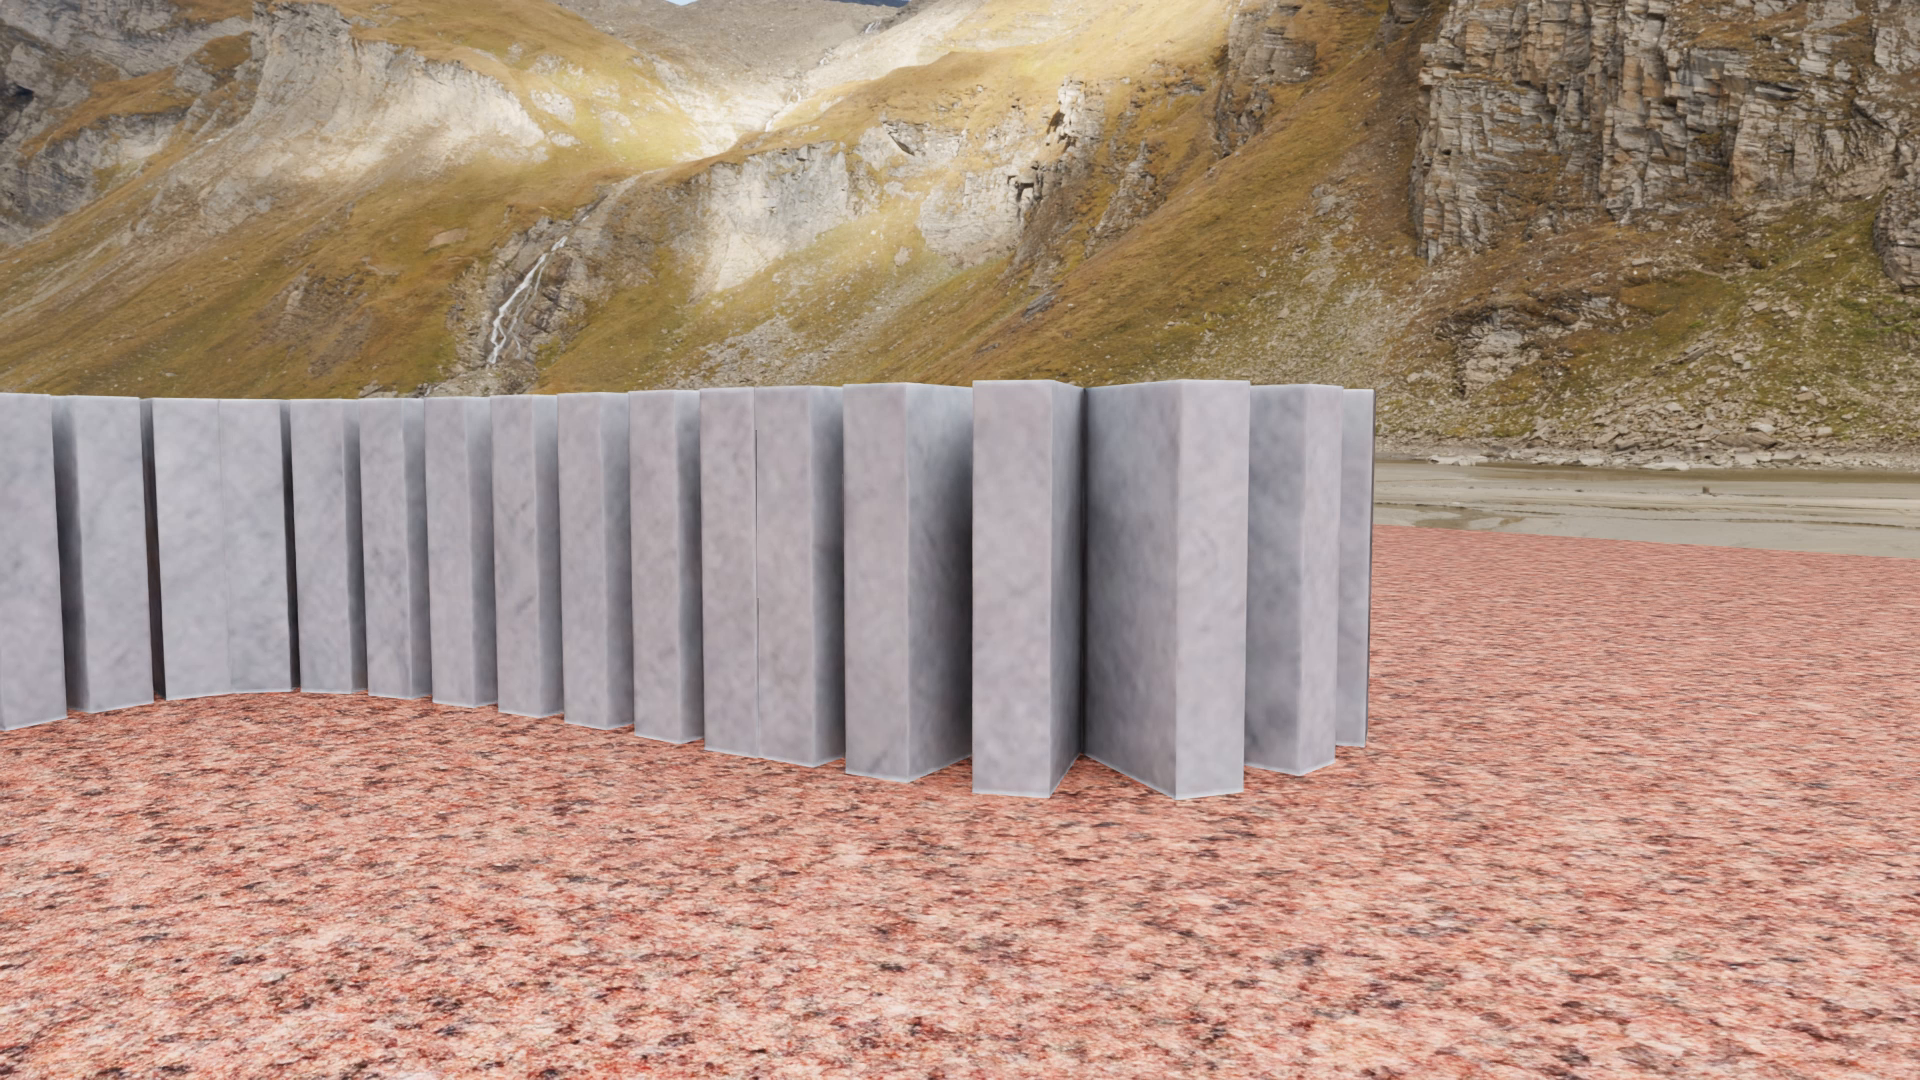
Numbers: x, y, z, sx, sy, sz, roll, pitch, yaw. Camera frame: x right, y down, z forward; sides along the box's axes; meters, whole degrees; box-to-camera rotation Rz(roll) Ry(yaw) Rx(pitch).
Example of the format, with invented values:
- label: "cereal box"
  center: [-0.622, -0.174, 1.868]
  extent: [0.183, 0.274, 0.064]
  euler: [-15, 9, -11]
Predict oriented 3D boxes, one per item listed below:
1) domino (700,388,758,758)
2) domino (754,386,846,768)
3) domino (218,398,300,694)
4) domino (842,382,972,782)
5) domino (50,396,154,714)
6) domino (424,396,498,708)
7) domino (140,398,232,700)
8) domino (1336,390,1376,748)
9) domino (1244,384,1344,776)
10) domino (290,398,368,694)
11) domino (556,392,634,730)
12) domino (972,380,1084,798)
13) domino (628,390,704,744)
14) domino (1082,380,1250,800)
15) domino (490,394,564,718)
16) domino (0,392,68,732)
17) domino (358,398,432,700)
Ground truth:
- label: "domino"
  center: [-0.025, 0.004, 0.185]
  extent: [0.009, 0.050, 0.025]
  euler: [3, 5, 33]
- label: "domino"
  center: [-0.016, 0.004, 0.180]
  extent: [0.010, 0.050, 0.025]
  euler: [3, 5, 33]
- label: "domino"
  center: [-0.122, 0.000, 0.230]
  extent: [0.009, 0.050, 0.025]
  euler: [-1, 4, -10]
- label: "domino"
  center: [-0.004, 0.005, 0.172]
  extent: [0.010, 0.050, 0.025]
  euler: [3, 5, 30]
- label: "domino"
  center: [-0.146, 0.002, 0.211]
  extent: [0.025, 0.050, 0.010]
  euler: [2, 5, 29]
- label: "domino"
  center: [-0.077, 0.001, 0.218]
  extent: [0.009, 0.050, 0.025]
  euler: [2, 5, 28]
- label: "domino"
  center: [-0.136, 0.001, 0.223]
  extent: [0.009, 0.050, 0.025]
  euler: [-4, 6, -40]
- label: "domino"
  center: [0.047, 0.004, 0.187]
  extent: [0.025, 0.050, 0.009]
  euler: [2, 5, 20]
- label: "domino"
  center: [0.038, 0.004, 0.175]
  extent: [0.025, 0.050, 0.009]
  euler: [4, 6, 43]
- label: "domino"
  center: [-0.106, 0.000, 0.230]
  extent: [0.009, 0.050, 0.025]
  euler: [1, 4, 10]
- label: "domino"
  center: [-0.050, 0.002, 0.202]
  extent: [0.010, 0.050, 0.025]
  euler: [3, 5, 34]
- label: "domino"
  center: [0.009, 0.005, 0.166]
  extent: [0.009, 0.050, 0.025]
  euler: [1, 4, 15]
- label: "domino"
  center: [-0.036, 0.003, 0.193]
  extent: [0.009, 0.050, 0.025]
  euler: [3, 5, 35]
- label: "domino"
  center: [0.026, 0.005, 0.165]
  extent: [0.010, 0.050, 0.025]
  euler: [-2, 5, -21]
- label: "domino"
  center: [-0.063, 0.002, 0.210]
  extent: [0.009, 0.050, 0.025]
  euler: [3, 5, 31]
- label: "domino"
  center: [-0.152, 0.003, 0.197]
  extent: [0.025, 0.050, 0.009]
  euler: [1, 4, 17]
- label: "domino"
  center: [-0.091, 0.001, 0.225]
  extent: [0.009, 0.050, 0.025]
  euler: [2, 5, 23]
